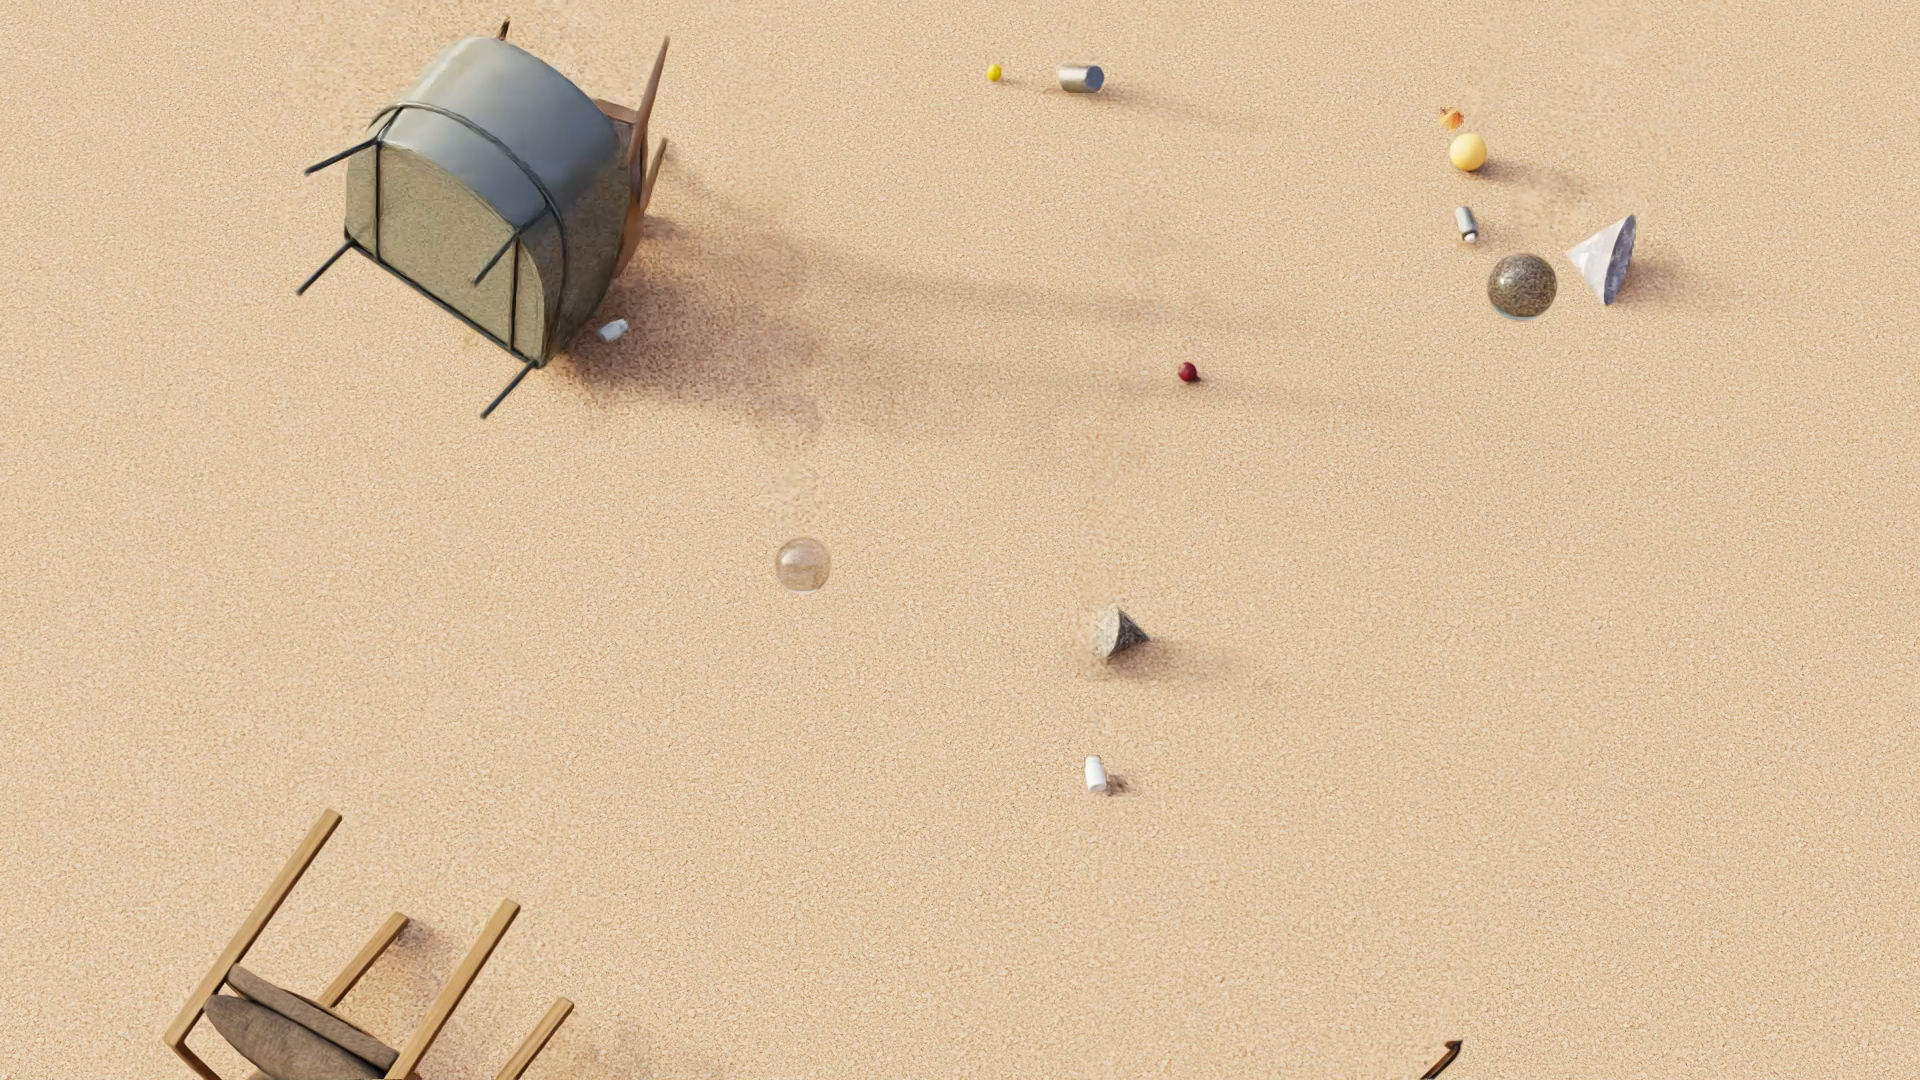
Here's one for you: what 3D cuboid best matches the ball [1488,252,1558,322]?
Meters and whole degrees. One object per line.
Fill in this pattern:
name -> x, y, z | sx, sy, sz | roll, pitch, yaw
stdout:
ball -> 1.585, -0.714, 6.200 | 0.193, 0.193, 0.193 | 0, 56, 0

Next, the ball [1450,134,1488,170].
ball -> 1.706, -1.300, 7.372 | 0.122, 0.122, 0.122 | 0, 56, 0

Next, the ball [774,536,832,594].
ball -> -0.446, 0.072, 6.258 | 0.163, 0.163, 0.163 | 0, 56, 0

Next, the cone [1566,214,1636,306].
cone -> 2.052, -0.923, 7.137 | 0.203, 0.124, 0.307 | 18, 90, 44

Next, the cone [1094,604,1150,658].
cone -> 0.487, 0.276, 6.348 | 0.151, 0.147, 0.159 | 13, 79, -24
